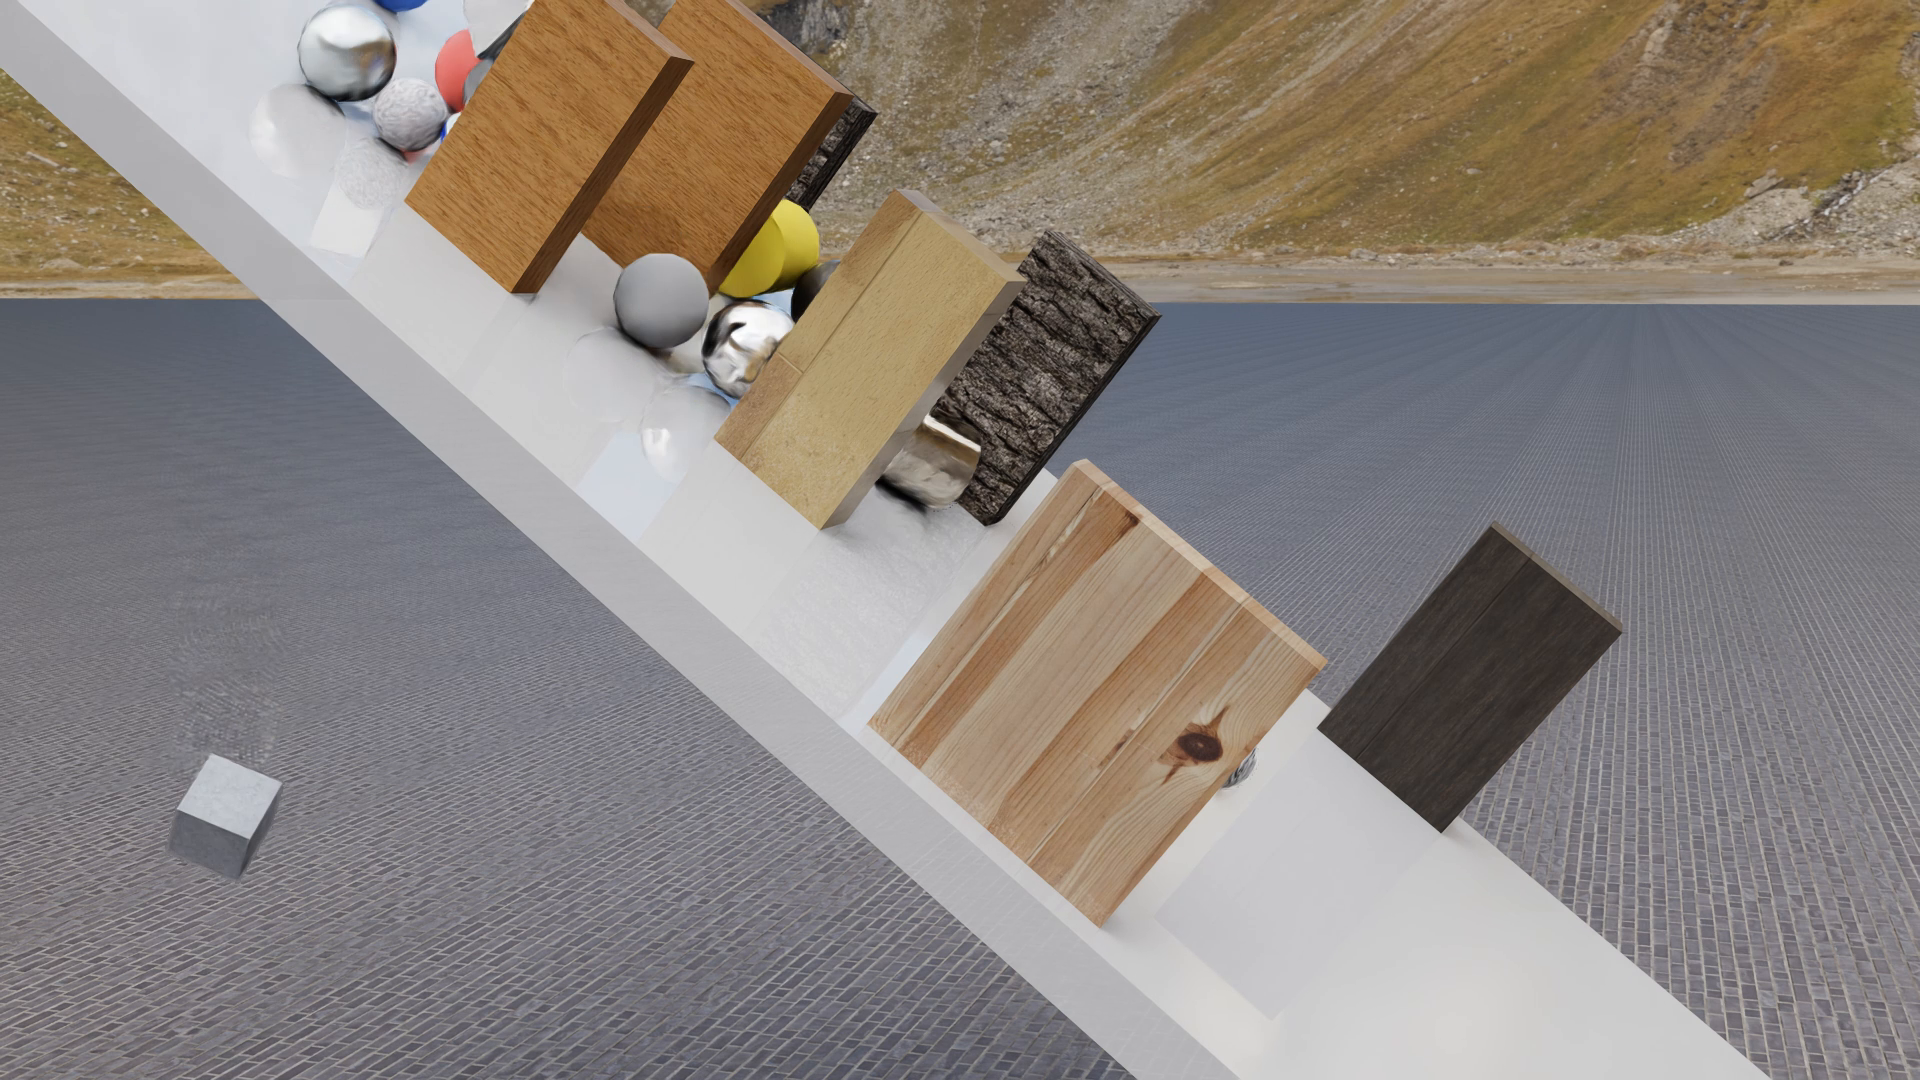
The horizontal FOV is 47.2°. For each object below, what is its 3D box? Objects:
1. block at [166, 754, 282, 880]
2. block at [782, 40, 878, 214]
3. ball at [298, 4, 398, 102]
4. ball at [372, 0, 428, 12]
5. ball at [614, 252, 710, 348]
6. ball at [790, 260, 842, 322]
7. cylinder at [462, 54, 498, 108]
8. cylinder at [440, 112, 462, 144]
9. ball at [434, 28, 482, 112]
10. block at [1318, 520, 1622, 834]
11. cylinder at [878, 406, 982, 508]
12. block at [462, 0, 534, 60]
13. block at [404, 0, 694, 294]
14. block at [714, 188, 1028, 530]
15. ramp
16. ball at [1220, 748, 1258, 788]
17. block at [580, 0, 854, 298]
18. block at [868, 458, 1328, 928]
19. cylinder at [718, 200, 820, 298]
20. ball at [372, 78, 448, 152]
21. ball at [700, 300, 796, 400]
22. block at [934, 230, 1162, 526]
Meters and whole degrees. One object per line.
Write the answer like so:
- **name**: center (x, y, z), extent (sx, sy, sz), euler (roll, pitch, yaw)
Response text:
- **block**: center (-1.897, 0.715, 5.673), extent (0.194, 0.194, 0.194), euler (24, 42, -7)
- **block**: center (-0.413, -0.817, 4.712), extent (0.254, 0.438, 0.103), euler (40, 16, 9)
- **ball**: center (-1.080, -0.858, 3.877), extent (0.170, 0.170, 0.170), euler (0, 7, 0)
- **ball**: center (-1.183, -1.201, 4.628), extent (0.173, 0.173, 0.173), euler (0, 7, 0)
- **ball**: center (-0.525, -0.421, 3.869), extent (0.168, 0.168, 0.168), euler (0, 7, 0)
- **ball**: center (-0.253, -0.482, 4.566), extent (0.199, 0.199, 0.199), euler (0, 7, 0)
- **cylinder**: center (-0.844, -0.798, 4.159), extent (0.176, 0.176, 0.176), euler (-2, 42, -17)
- **cylinder**: center (-0.782, -0.690, 3.885), extent (0.188, 0.188, 0.188), euler (-13, 0, 27)
- **ball**: center (-0.939, -0.916, 4.320), extent (0.181, 0.181, 0.181), euler (0, 7, 0)
- **block**: center (1.067, 0.287, 4.619), extent (0.338, 0.564, 0.122), euler (40, 16, 9)
- **cylinder**: center (-0.082, -0.172, 4.123), extent (0.173, 0.173, 0.173), euler (27, -9, -32)
- **block**: center (-0.826, -1.023, 4.208), extent (0.170, 0.170, 0.170), euler (-31, -22, 37)
- **block**: center (-0.686, -0.679, 3.659), extent (0.248, 0.483, 0.097), euler (40, 16, 9)
- **block**: center (-0.152, -0.301, 3.684), extent (0.243, 0.527, 0.126), euler (40, 16, 9)
- **ramp**: center (-0.025, 0.078, 4.052), extent (4.000, 0.100, 2.000), euler (40, 16, 9)
- **ball**: center (0.462, 0.375, 3.876), extent (0.123, 0.123, 0.123), euler (0, 7, 0)
- **block**: center (-0.499, -0.743, 4.171), extent (0.355, 0.521, 0.106), euler (40, 16, 9)
- **block**: center (0.185, 0.214, 3.068), extent (0.436, 0.483, 0.081), euler (40, 16, 9)
- **cylinder**: center (-0.415, -0.604, 4.540), extent (0.194, 0.194, 0.194), euler (2, 11, 17)
- **ball**: center (-0.973, -0.753, 3.892), extent (0.129, 0.129, 0.129), euler (0, 7, 0)
- **ball**: center (-0.370, -0.337, 3.917), extent (0.183, 0.183, 0.183), euler (0, 7, 0)
- **block**: center (0.124, -0.316, 4.323), extent (0.262, 0.526, 0.114), euler (40, 16, 9)
